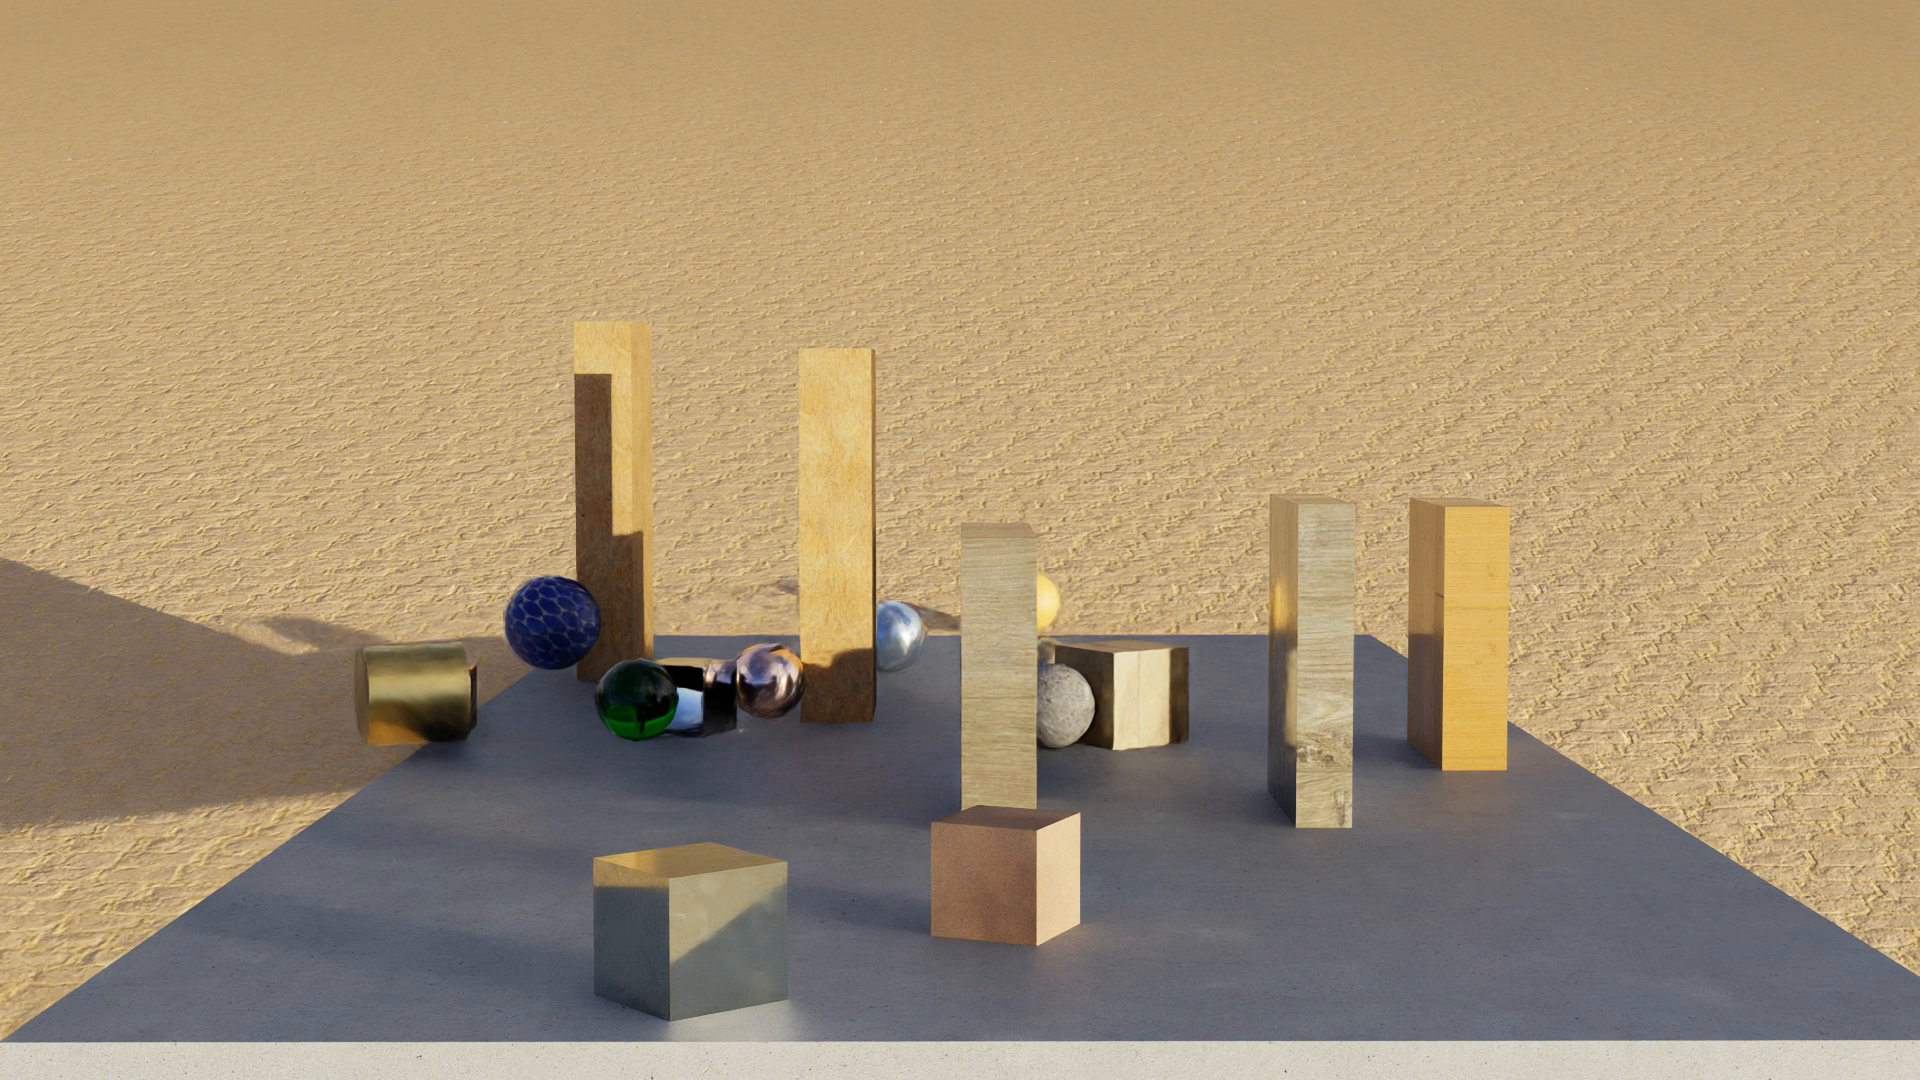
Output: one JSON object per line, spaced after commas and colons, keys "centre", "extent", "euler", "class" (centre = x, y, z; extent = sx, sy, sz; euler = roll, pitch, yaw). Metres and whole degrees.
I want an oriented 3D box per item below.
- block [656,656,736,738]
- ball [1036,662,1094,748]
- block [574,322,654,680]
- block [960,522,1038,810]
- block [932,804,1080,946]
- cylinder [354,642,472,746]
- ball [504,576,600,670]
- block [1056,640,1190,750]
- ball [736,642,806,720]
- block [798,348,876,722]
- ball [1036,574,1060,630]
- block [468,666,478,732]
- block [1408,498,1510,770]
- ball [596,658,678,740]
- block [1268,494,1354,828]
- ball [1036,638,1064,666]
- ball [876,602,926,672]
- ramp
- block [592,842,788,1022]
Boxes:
{"centre": [-0.501, 0.290, 4.750], "extent": [0.129, 0.129, 0.129], "euler": [2, 4, 23], "class": "block"}
{"centre": [0.162, 0.292, 4.531], "extent": [0.151, 0.151, 0.151], "euler": [0, 20, 0], "class": "ball"}
{"centre": [-0.768, -0.094, 5.714], "extent": [0.122, 0.774, 0.367], "euler": [0, 4, 0], "class": "block"}
{"centre": [0.056, 0.198, 3.861], "extent": [0.108, 0.426, 0.390], "euler": [0, 4, 0], "class": "block"}
{"centre": [0.055, 0.396, 3.045], "extent": [0.134, 0.134, 0.134], "euler": [2, 4, 24], "class": "block"}
{"centre": [-0.982, 0.275, 4.602], "extent": [0.178, 0.178, 0.178], "euler": [-2, 19, -21], "class": "cylinder"}
{"centre": [-0.865, 0.176, 5.449], "extent": [0.202, 0.202, 0.202], "euler": [0, 20, 0], "class": "ball"}
{"centre": [0.292, 0.276, 4.627], "extent": [0.171, 0.171, 0.171], "euler": [-3, 4, -35], "class": "block"}
{"centre": [-0.362, 0.265, 4.831], "extent": [0.145, 0.145, 0.145], "euler": [0, 20, 0], "class": "ball"}
{"centre": [-0.236, -0.016, 4.990], "extent": [0.137, 0.708, 0.267], "euler": [0, 4, 0], "class": "block"}
{"centre": [0.181, 0.162, 6.691], "extent": [0.155, 0.155, 0.155], "euler": [0, 20, 0], "class": "ball"}
{"centre": [-0.964, 0.297, 4.776], "extent": [0.113, 0.113, 0.113], "euler": [-1, 4, -2], "class": "block"}
{"centre": [0.857, 0.154, 4.431], "extent": [0.107, 0.439, 0.333], "euler": [0, 4, 0], "class": "block"}
{"centre": [-0.583, 0.288, 4.633], "extent": [0.149, 0.149, 0.149], "euler": [0, 20, 0], "class": "ball"}
{"centre": [0.529, 0.173, 3.890], "extent": [0.081, 0.471, 0.339], "euler": [0, 4, 0], "class": "block"}
{"centre": [0.177, 0.262, 5.212], "extent": [0.126, 0.126, 0.126], "euler": [0, 20, 0], "class": "ball"}
{"centre": [-0.154, 0.215, 5.712], "extent": [0.156, 0.156, 0.156], "euler": [0, 20, 0], "class": "ball"}
{"centre": [0.046, 0.418, 4.535], "extent": [2.000, 0.100, 4.000], "euler": [0, 4, 0], "class": "ramp"}
{"centre": [-0.285, 0.410, 2.713], "extent": [0.147, 0.147, 0.147], "euler": [-3, 5, -39], "class": "block"}
